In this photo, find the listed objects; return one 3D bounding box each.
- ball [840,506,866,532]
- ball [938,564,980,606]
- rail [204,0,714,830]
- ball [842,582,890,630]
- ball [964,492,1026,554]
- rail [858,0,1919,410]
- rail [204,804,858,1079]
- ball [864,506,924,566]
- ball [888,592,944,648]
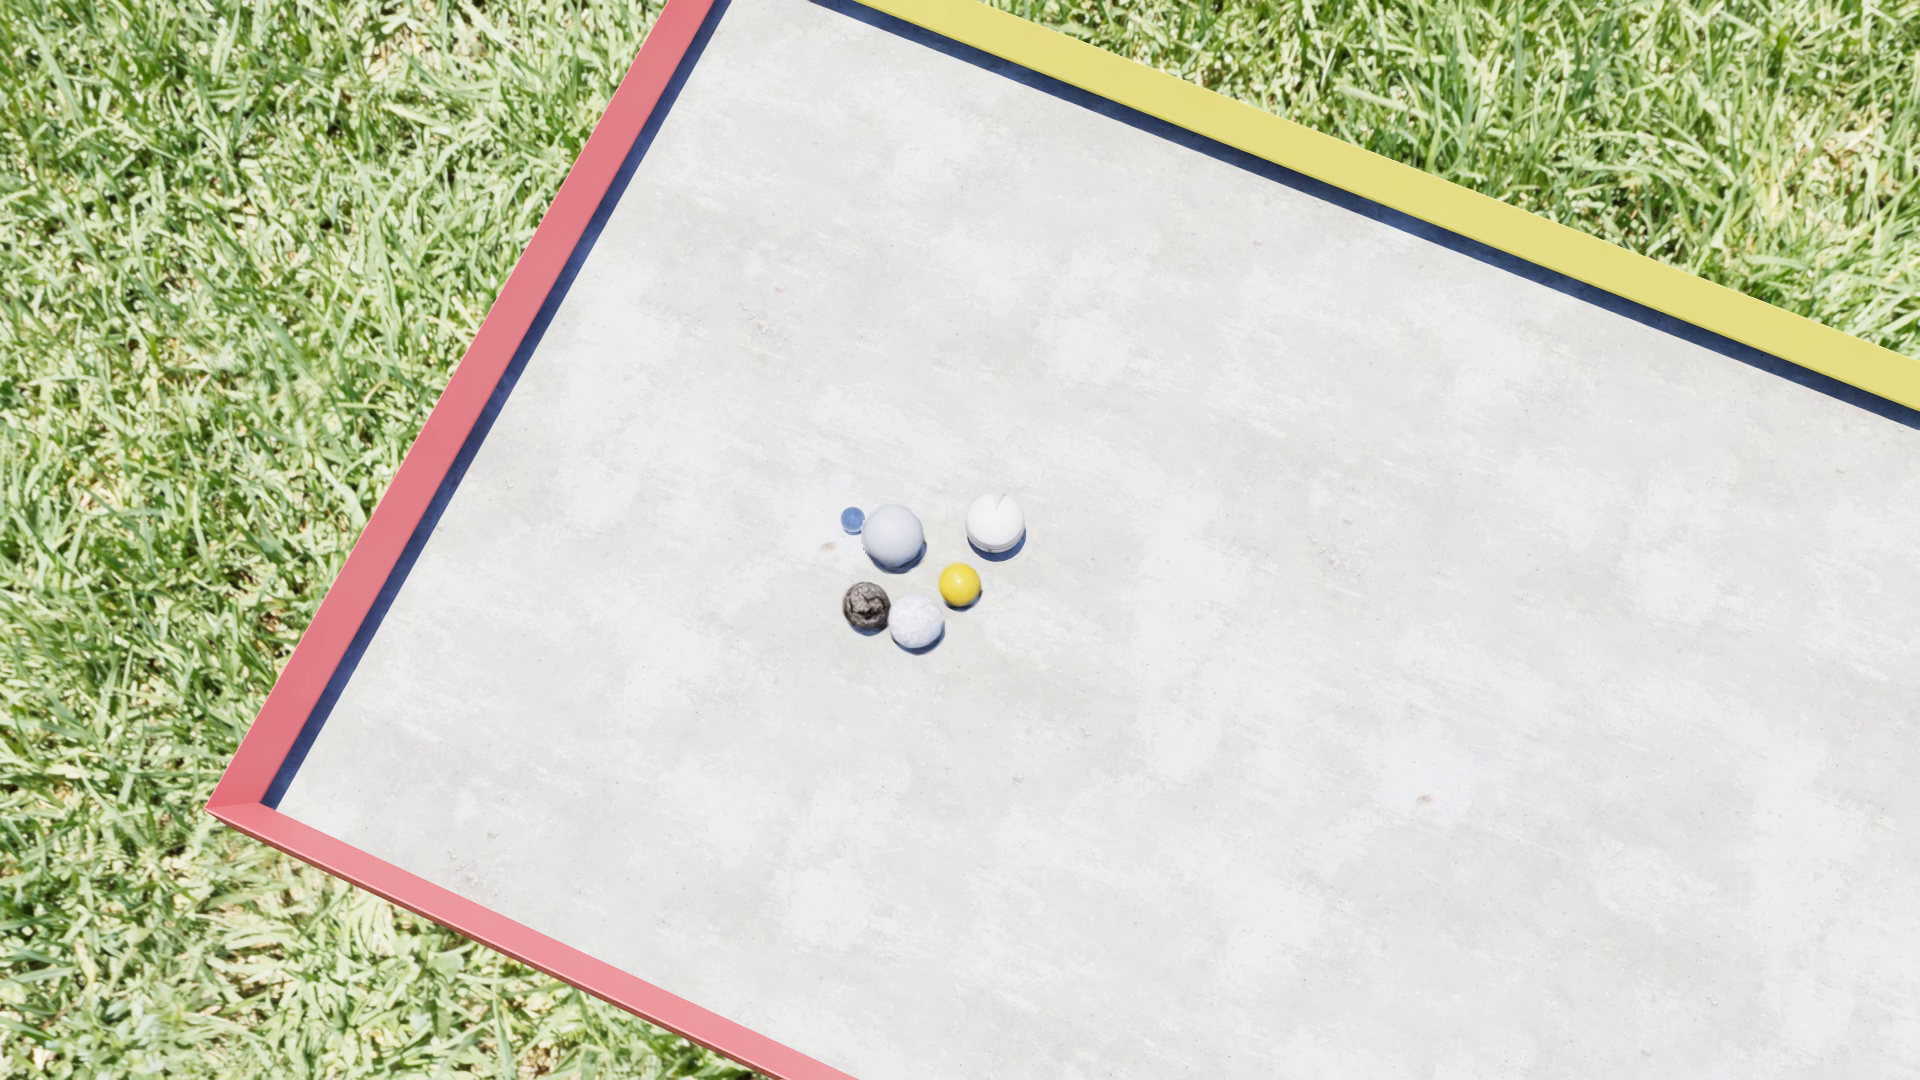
[{"bbox_3d":[-0.169,-0.033,3.468,0.040,0.040,0.040,0,70,0],"label":"ball"},{"bbox_3d":[-0.001,0.069,3.418,0.067,0.067,0.067,0,70,0],"label":"ball"},{"bbox_3d":[-0.731,-0.315,3.526,0.045,0.123,1.718,23,72,8],"label":"rail"},{"bbox_3d":[-0.145,0.102,3.402,0.074,0.074,0.074,0,70,0],"label":"ball"},{"bbox_3d":[0.055,-0.027,3.437,0.095,0.095,0.095,0,70,0],"label":"ball"},{"bbox_3d":[1.094,-0.409,3.560,3.298,0.123,0.045,23,72,8],"label":"rail"},{"bbox_3d":[0.412,1.025,3.039,3.298,0.123,0.045,23,72,8],"label":"rail"},{"bbox_3d":[-0.104,-0.007,3.430,0.095,0.095,0.095,0,70,0],"label":"ball"},{"bbox_3d":[-0.068,0.124,3.387,0.086,0.086,0.086,0,70,0],"label":"ball"}]
